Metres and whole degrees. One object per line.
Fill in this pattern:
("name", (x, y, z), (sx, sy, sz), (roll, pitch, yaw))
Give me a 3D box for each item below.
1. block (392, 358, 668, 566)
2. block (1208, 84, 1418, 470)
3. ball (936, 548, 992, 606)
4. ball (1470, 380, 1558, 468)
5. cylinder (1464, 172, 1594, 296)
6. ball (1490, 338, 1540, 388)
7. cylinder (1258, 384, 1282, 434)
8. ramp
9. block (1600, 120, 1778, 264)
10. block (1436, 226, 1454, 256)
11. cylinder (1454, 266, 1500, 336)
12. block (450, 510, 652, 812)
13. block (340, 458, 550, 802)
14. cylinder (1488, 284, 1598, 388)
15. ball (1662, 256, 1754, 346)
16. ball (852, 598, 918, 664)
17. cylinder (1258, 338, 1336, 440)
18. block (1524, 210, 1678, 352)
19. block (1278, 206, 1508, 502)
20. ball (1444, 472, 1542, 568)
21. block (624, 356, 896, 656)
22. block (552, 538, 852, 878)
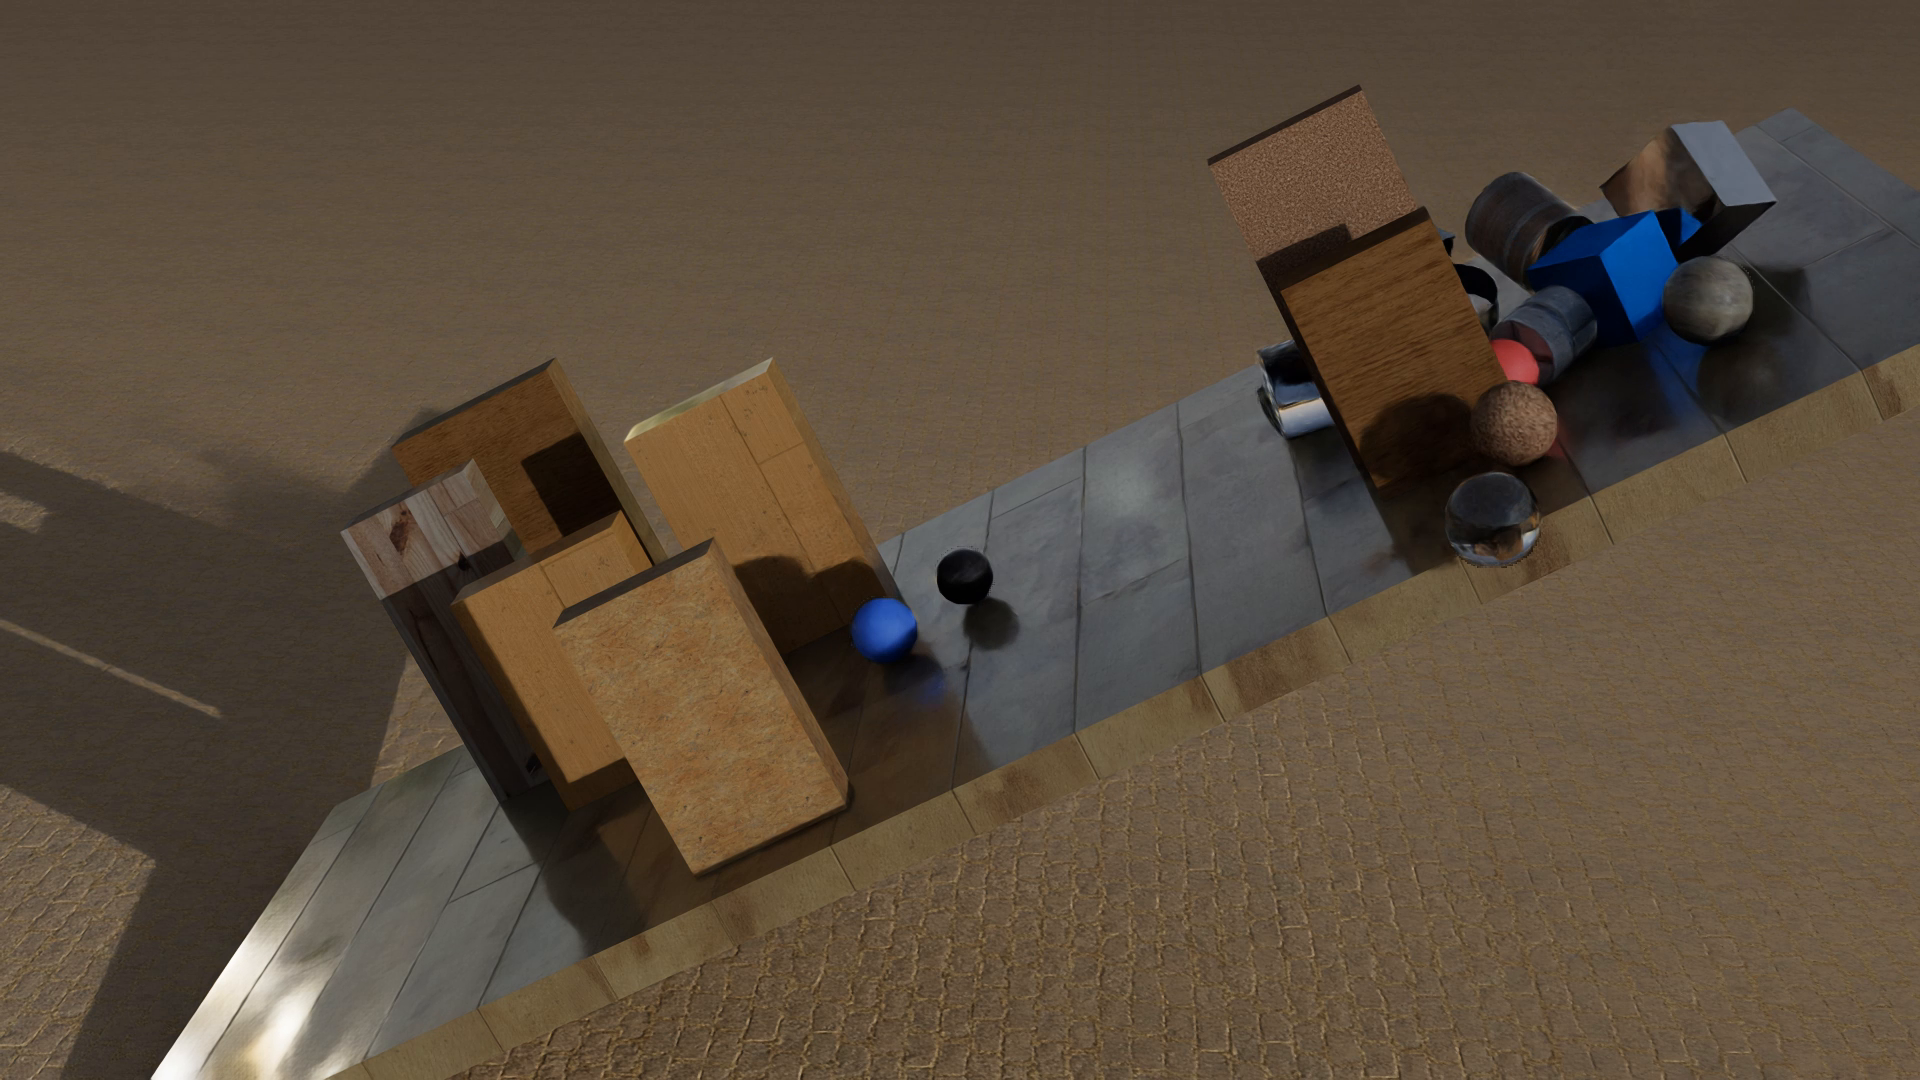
("block", (-0.982, 0.011, 7.125), (0.429, 0.794, 0.130), (-26, 14, 10))
("block", (0.791, -0.516, 5.835), (0.330, 0.689, 0.082), (-26, 14, 10))
("ball", (0.010, 0.080, 6.378), (0.123, 0.123, 0.123), (0, 17, 0))
("ball", (1.019, -0.213, 5.414), (0.159, 0.159, 0.159), (0, 17, 0))
("cylinder", (1.211, -0.647, 6.238), (0.197, 0.197, 0.197), (-10, 39, -30))
("ball", (1.062, -0.322, 5.761), (0.144, 0.144, 0.144), (0, 17, 0))
("cylinder", (0.735, -0.306, 6.366), (0.129, 0.129, 0.129), (-30, 25, -11))
("ramp", (0.139, 0.168, 6.281), (4.000, 0.100, 2.000), (-26, 14, 10))
("block", (1.475, -0.700, 5.956), (0.205, 0.205, 0.205), (-11, -25, -45))
("block", (0.901, -0.570, 5.982), (0.132, 0.132, 0.132), (-22, 42, -40))
("cylinder", (1.038, -0.456, 6.114), (0.164, 0.164, 0.164), (-7, 50, 8))
("block", (-0.794, 0.265, 6.400), (0.398, 0.529, 0.136), (-26, 14, 10))
("block", (-1.085, 0.211, 6.735), (0.323, 0.729, 0.109), (-26, 14, 10))
("cylinder", (1.158, -0.403, 5.844), (0.156, 0.156, 0.156), (16, 42, 43))
("ball", (1.401, -0.449, 5.513), (0.168, 0.168, 0.168), (0, 17, 0))
("ball", (-0.161, 0.192, 6.260), (0.141, 0.141, 0.141), (0, 17, 0))
("cylinder", (0.736, -0.327, 6.060), (0.196, 0.196, 0.196), (-17, 17, 3))
("block", (1.299, -0.514, 5.890), (0.195, 0.195, 0.195), (-37, 16, -33))
("block", (0.848, -0.354, 5.620), (0.310, 0.460, 0.129), (-26, 14, 10))
("ball", (0.913, -0.036, 5.045), (0.165, 0.165, 0.165), (0, 17, 0))
("block", (-0.455, -0.059, 6.757), (0.368, 0.608, 0.149), (-26, 14, 10))
("block", (-0.480, 0.318, 5.539), (0.327, 0.557, 0.111), (-26, 14, 10))
